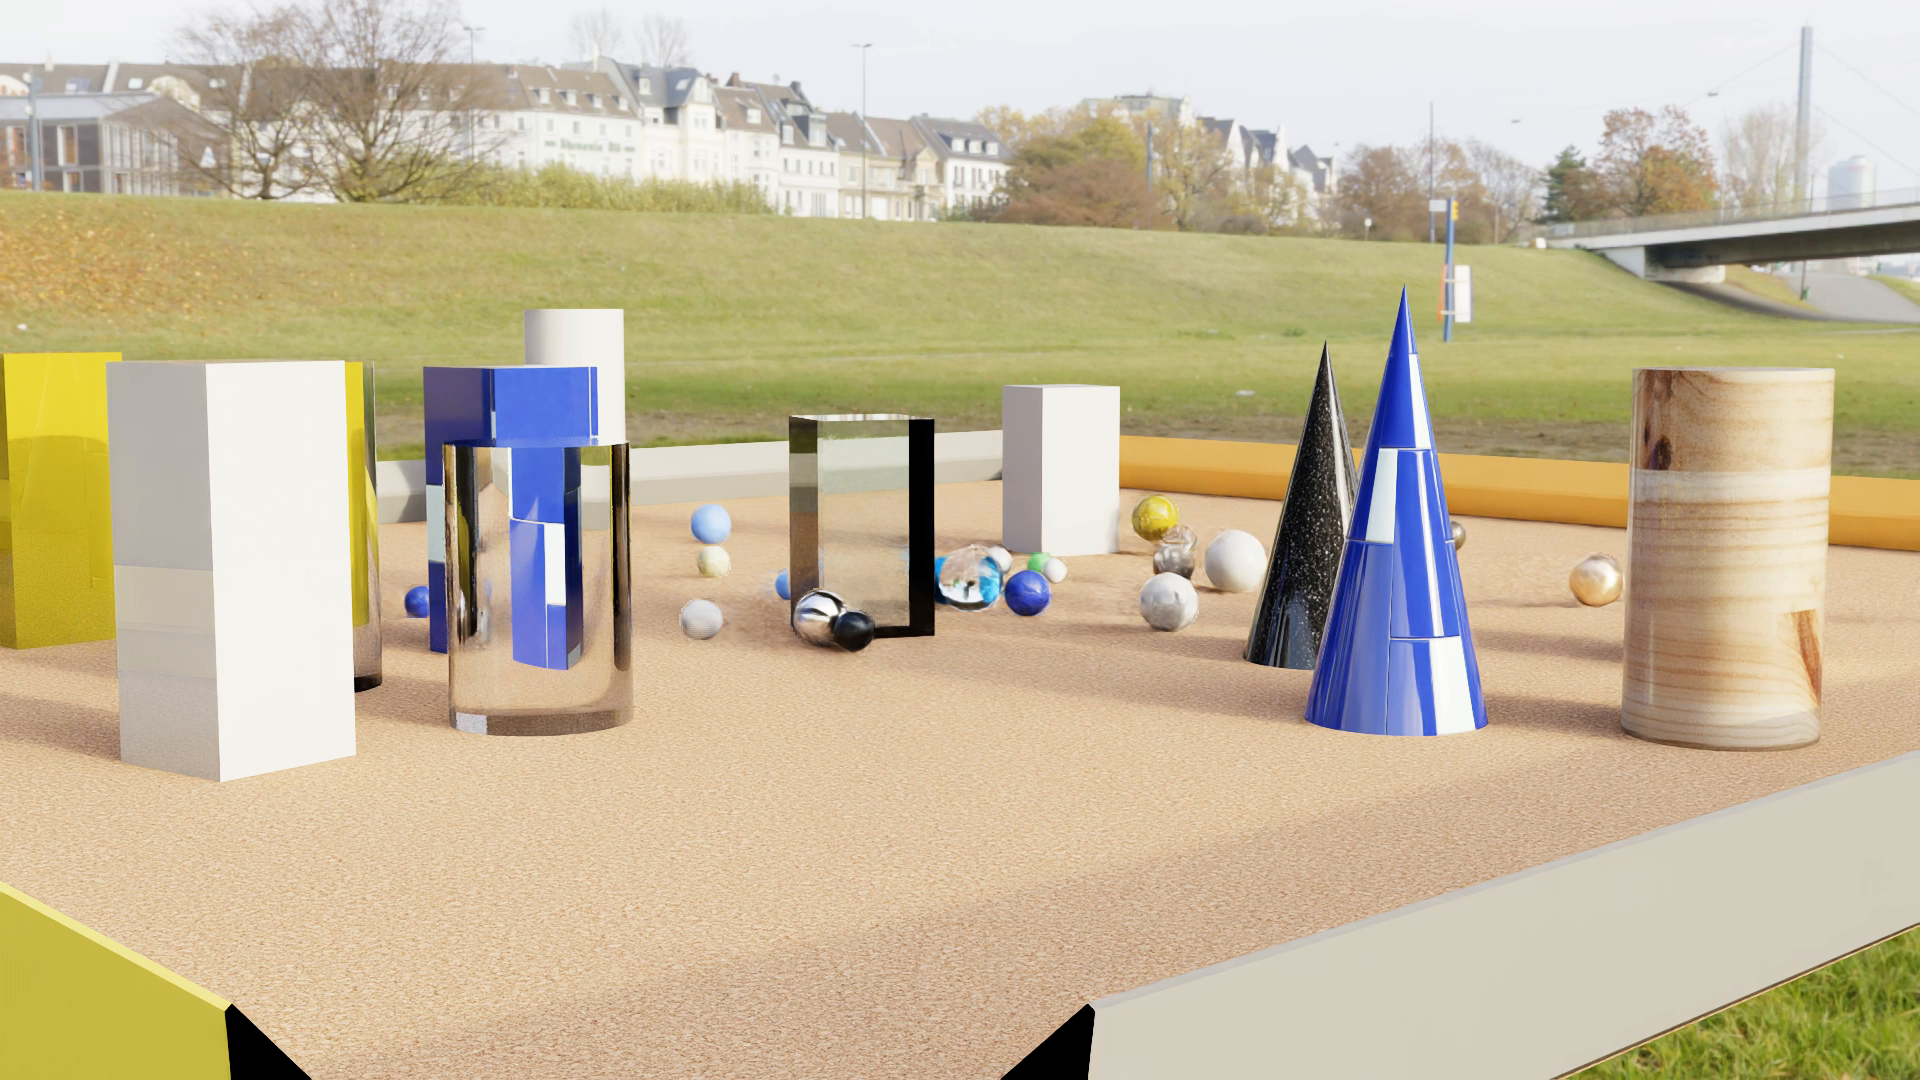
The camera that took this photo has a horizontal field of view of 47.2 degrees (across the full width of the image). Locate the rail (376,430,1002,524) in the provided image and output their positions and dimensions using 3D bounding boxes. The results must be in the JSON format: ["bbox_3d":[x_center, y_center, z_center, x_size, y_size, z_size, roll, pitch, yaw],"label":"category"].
[{"bbox_3d":[-1.177,-0.099,4.601,3.663,0.129,0.045,-5,8,-42],"label":"rail"}]

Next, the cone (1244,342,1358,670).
[{"bbox_3d":[0.464,-0.052,2.807,0.199,0.410,0.199,0,6,0],"label":"cone"}]

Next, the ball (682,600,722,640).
[{"bbox_3d":[-0.350,0.108,2.983,0.055,0.055,0.055,0,6,0],"label":"ball"}]

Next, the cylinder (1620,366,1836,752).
[{"bbox_3d":[0.802,0.013,2.305,0.199,0.385,0.199,0,6,0],"label":"cylinder"}]

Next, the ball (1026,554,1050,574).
[{"bbox_3d":[0.133,0.045,3.636,0.045,0.045,0.045,0,6,0],"label":"ball"}]

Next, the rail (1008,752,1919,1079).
[{"bbox_3d":[1.177,0.166,2.063,3.663,0.129,0.045,-5,8,-42],"label":"rail"}]

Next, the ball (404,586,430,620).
[{"bbox_3d":[-0.781,0.090,3.187,0.049,0.049,0.049,0,6,0],"label":"ball"}]

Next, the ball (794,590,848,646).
[{"bbox_3d":[-0.185,0.104,2.926,0.075,0.075,0.075,0,6,0],"label":"ball"}]

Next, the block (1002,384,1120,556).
[{"bbox_3d":[0.186,-0.132,4.075,0.159,0.306,0.159,-3,7,-26],"label":"block"}]

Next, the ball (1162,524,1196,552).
[{"bbox_3d":[0.398,0.001,3.983,0.061,0.061,0.061,0,6,0],"label":"ball"}]

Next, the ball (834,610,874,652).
[{"bbox_3d":[-0.139,0.120,2.883,0.053,0.053,0.053,0,6,0],"label":"ball"}]

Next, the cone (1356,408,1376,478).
[{"bbox_3d":[0.765,-0.159,3.899,0.199,0.397,0.199,0,6,0],"label":"cone"}]

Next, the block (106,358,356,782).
[{"bbox_3d":[-0.719,0.022,2.174,0.159,0.395,0.159,4,7,35],"label":"block"}]

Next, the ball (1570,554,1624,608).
[{"bbox_3d":[0.958,0.062,3.310,0.079,0.079,0.079,0,6,0],"label":"ball"}]

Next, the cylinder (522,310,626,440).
[{"bbox_3d":[-0.776,-0.240,4.434,0.199,0.448,0.199,0,6,0],"label":"cylinder"}]

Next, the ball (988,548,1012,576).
[{"bbox_3d":[0.062,0.038,3.676,0.052,0.052,0.052,0,6,0],"label":"ball"}]

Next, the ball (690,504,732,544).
[{"bbox_3d":[-0.477,-0.031,4.211,0.078,0.078,0.078,0,6,0],"label":"ball"}]

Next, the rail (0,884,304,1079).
[{"bbox_3d":[-1.328,0.161,2.113,0.045,0.129,3.520,-5,8,-42],"label":"rail"}]

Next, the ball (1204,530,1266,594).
[{"bbox_3d":[0.435,0.035,3.475,0.099,0.099,0.099,0,6,0],"label":"ball"}]

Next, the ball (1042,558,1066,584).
[{"bbox_3d":[0.154,0.051,3.599,0.041,0.041,0.041,0,6,0],"label":"ball"}]

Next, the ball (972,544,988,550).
[{"bbox_3d":[0.029,0.033,3.721,0.052,0.052,0.052,0,6,0],"label":"ball"}]

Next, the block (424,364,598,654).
[{"bbox_3d":[-0.584,-0.040,2.876,0.159,0.373,0.159,6,8,43],"label":"block"}]

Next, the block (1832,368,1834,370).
[{"bbox_3d":[1.004,-0.029,2.771,0.159,0.372,0.159,3,6,24],"label":"block"}]

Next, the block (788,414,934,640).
[{"bbox_3d":[-0.137,-0.021,3.054,0.159,0.298,0.159,-2,6,-21],"label":"block"}]

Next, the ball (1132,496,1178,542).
[{"bbox_3d":[0.356,-0.039,4.033,0.085,0.085,0.085,0,6,0],"label":"ball"}]

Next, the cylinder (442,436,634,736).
[{"bbox_3d":[-0.457,0.045,2.391,0.199,0.303,0.199,0,6,0],"label":"cylinder"}]

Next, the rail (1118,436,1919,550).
[{"bbox_3d":[1.328,-0.093,4.551,0.045,0.129,3.520,-5,8,-42],"label":"rail"}]

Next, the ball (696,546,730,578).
[{"bbox_3d":[-0.412,0.036,3.673,0.055,0.055,0.055,0,6,0],"label":"ball"}]

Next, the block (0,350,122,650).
[{"bbox_3d":[-1.246,-0.060,2.989,0.159,0.389,0.159,6,8,43],"label":"block"}]

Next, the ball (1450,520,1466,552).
[{"bbox_3d":[0.900,-0.006,4.048,0.062,0.062,0.062,0,6,0],"label":"ball"}]

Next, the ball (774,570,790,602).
[{"bbox_3d":[-0.260,0.070,3.383,0.049,0.049,0.049,0,6,0],"label":"ball"}]

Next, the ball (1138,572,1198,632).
[{"bbox_3d":[0.290,0.087,3.062,0.082,0.082,0.082,0,6,0],"label":"ball"}]

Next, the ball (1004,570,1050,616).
[{"bbox_3d":[0.098,0.078,3.213,0.069,0.069,0.069,0,6,0],"label":"ball"}]

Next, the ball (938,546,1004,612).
[{"bbox_3d":[0.017,0.059,3.255,0.097,0.097,0.097,0,6,0],"label":"ball"}]

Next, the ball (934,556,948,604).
[{"bbox_3d":[-0.023,0.061,3.352,0.072,0.072,0.072,0,6,0],"label":"ball"}]

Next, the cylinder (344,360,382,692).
[{"bbox_3d":[-0.792,-0.018,2.604,0.199,0.385,0.199,0,6,0],"label":"cylinder"}]

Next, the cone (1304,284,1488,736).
[{"bbox_3d":[0.477,-0.040,2.385,0.199,0.475,0.199,0,6,0],"label":"cone"}]

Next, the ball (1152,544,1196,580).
[{"bbox_3d":[0.346,0.041,3.556,0.069,0.069,0.069,0,6,0],"label":"ball"}]
